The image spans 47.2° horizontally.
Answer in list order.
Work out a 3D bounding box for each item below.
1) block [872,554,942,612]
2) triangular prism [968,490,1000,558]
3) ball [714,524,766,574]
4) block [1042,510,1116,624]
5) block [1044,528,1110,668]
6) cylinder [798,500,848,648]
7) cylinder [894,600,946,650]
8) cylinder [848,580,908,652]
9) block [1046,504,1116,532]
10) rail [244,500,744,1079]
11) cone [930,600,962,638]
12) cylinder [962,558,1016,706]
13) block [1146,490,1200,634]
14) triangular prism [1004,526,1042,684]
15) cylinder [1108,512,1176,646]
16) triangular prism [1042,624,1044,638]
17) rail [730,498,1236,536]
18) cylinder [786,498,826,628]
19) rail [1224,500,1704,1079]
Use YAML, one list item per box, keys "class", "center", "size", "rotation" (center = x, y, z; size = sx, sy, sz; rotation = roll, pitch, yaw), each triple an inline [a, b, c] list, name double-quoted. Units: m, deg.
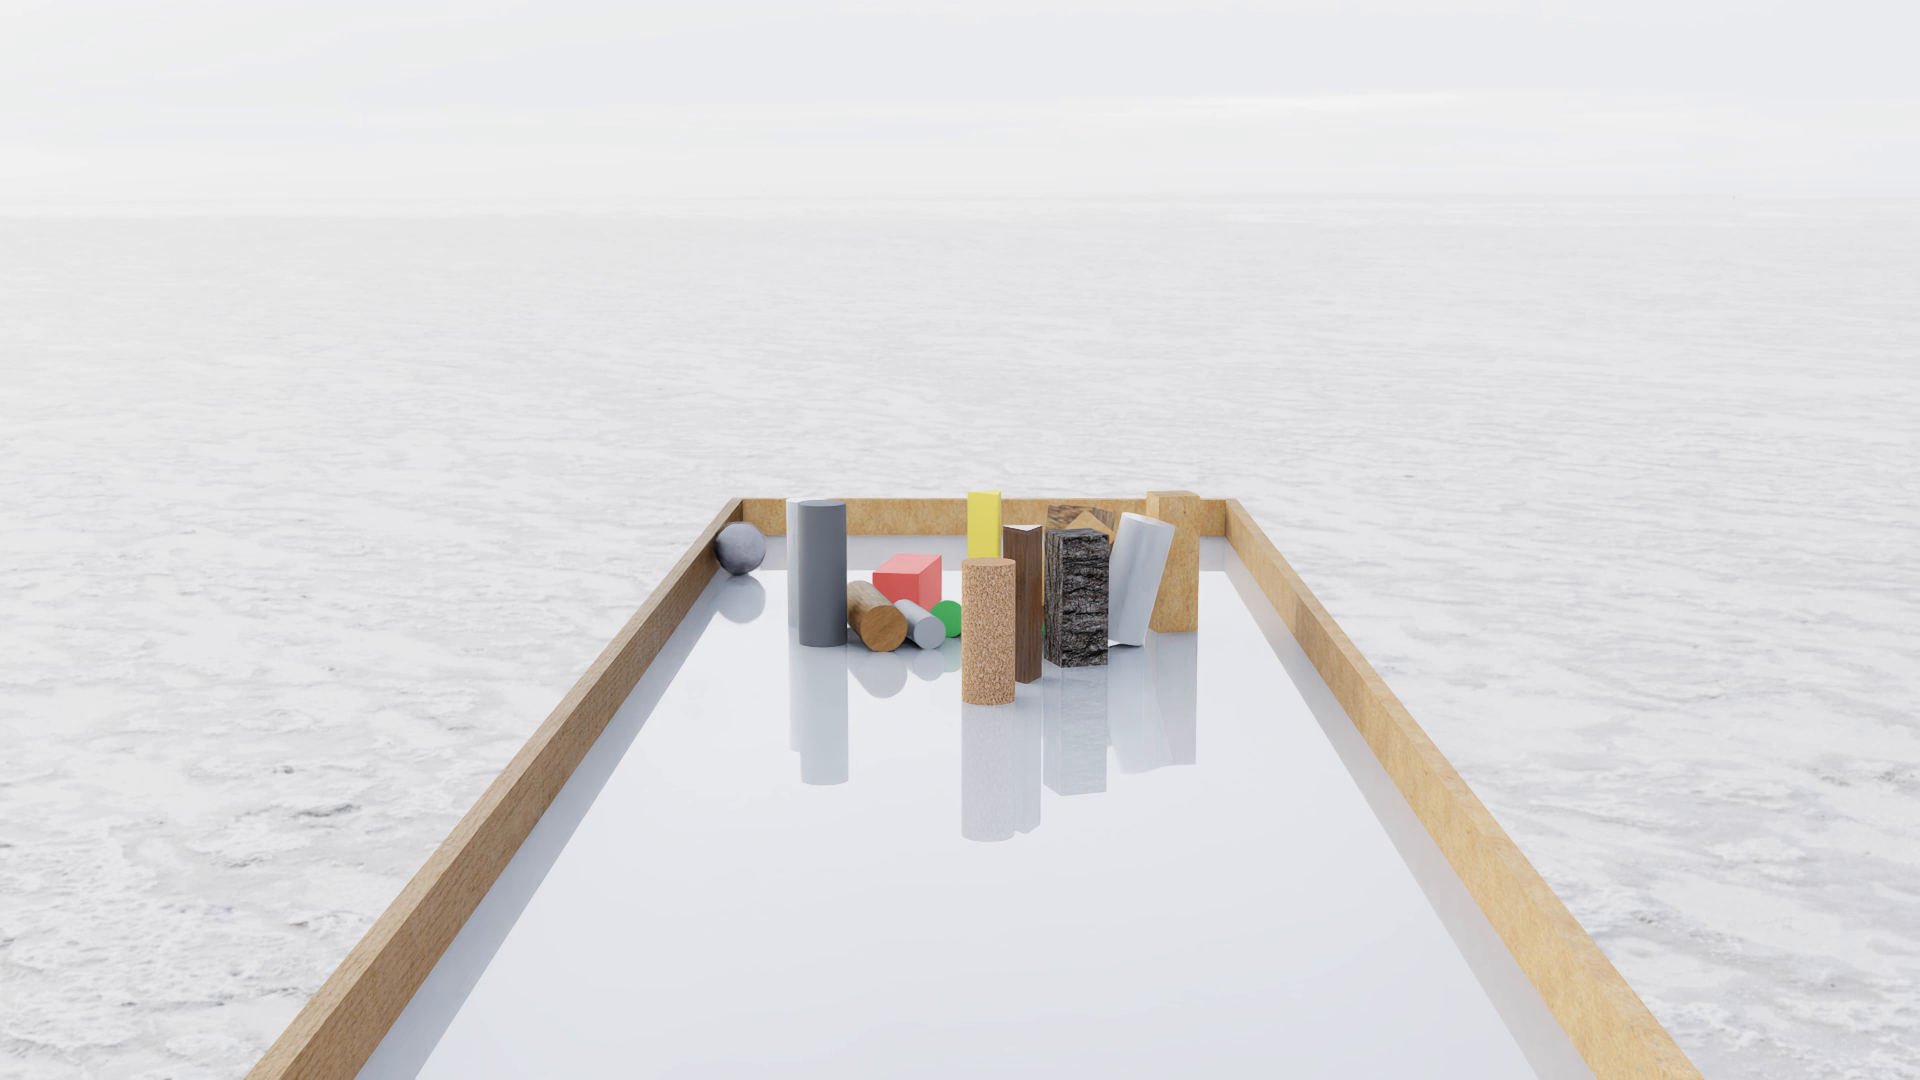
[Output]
- class: "block"
  center: [-0.178, 0.158, 7.508]
  size: [0.158, 0.158, 0.397]
  rotation: [2, 9, 11]
- class: "triangular prism"
  center: [0.103, 0.060, 7.221]
  size: [0.119, 0.442, 0.103]
  rotation: [6, 11, 34]
- class: "ball"
  center: [-0.819, 0.032, 8.202]
  size: [0.190, 0.190, 0.190]
  rotation: [0, 9, 0]
- class: "block"
  center: [0.290, 0.120, 6.933]
  size: [0.141, 0.141, 0.457]
  rotation: [40, 65, 20]
- class: "block"
  center: [0.351, 0.173, 6.650]
  size: [0.149, 0.396, 0.149]
  rotation: [-3, 10, -19]
- class: "cylinder"
  center: [-0.433, 0.104, 6.928]
  size: [0.153, 0.446, 0.153]
  rotation: [0, 9, 0]
- class: "cylinder"
  center: [-0.138, 0.266, 7.000]
  size: [0.103, 0.103, 0.308]
  rotation: [-3, 9, -16]
- class: "cylinder"
  center: [-0.285, 0.240, 7.024]
  size: [0.148, 0.148, 0.452]
  rotation: [-2, 9, -13]
- class: "block"
  center: [0.379, 0.082, 7.205]
  size: [0.164, 0.375, 0.164]
  rotation: [5, -3, 30]
- class: "rail"
  center: [-1.004, 0.839, 3.234]
  size: [0.050, 0.150, 12.000]
  rotation: [0, 9, 1]
- class: "cone"
  center: [-0.006, 0.251, 7.236]
  size: [0.120, 0.120, 0.404]
  rotation: [1, 1, 9]
- class: "cylinder"
  center: [0.079, 0.254, 6.152]
  size: [0.150, 0.392, 0.150]
  rotation: [0, 9, 0]
- class: "block"
  center: [0.690, 0.069, 7.156]
  size: [0.138, 0.444, 0.138]
  rotation: [-2, 9, -12]
- class: "triangular prism"
  center: [0.199, 0.183, 6.415]
  size: [0.098, 0.450, 0.113]
  rotation: [-6, 11, -35]
- class: "cylinder"
  center: [0.543, 0.122, 6.913]
  size: [0.174, 0.384, 0.174]
  rotation: [14, 9, -2]
- class: "triangular prism"
  center: [0.272, 0.154, 7.067]
  size: [0.091, 0.335, 0.078]
  rotation: [23, -29, -25]
- class: "rail"
  center: [0.099, -0.098, 9.147]
  size: [2.100, 0.150, 0.050]
  rotation: [0, 9, 1]
- class: "cylinder"
  center: [-0.501, 0.074, 7.212]
  size: [0.133, 0.416, 0.133]
  rotation: [0, 9, 0]
- class: "rail"
  center: [1.046, 0.843, 3.208]
  size: [0.050, 0.150, 12.000]
  rotation: [0, 9, 1]
